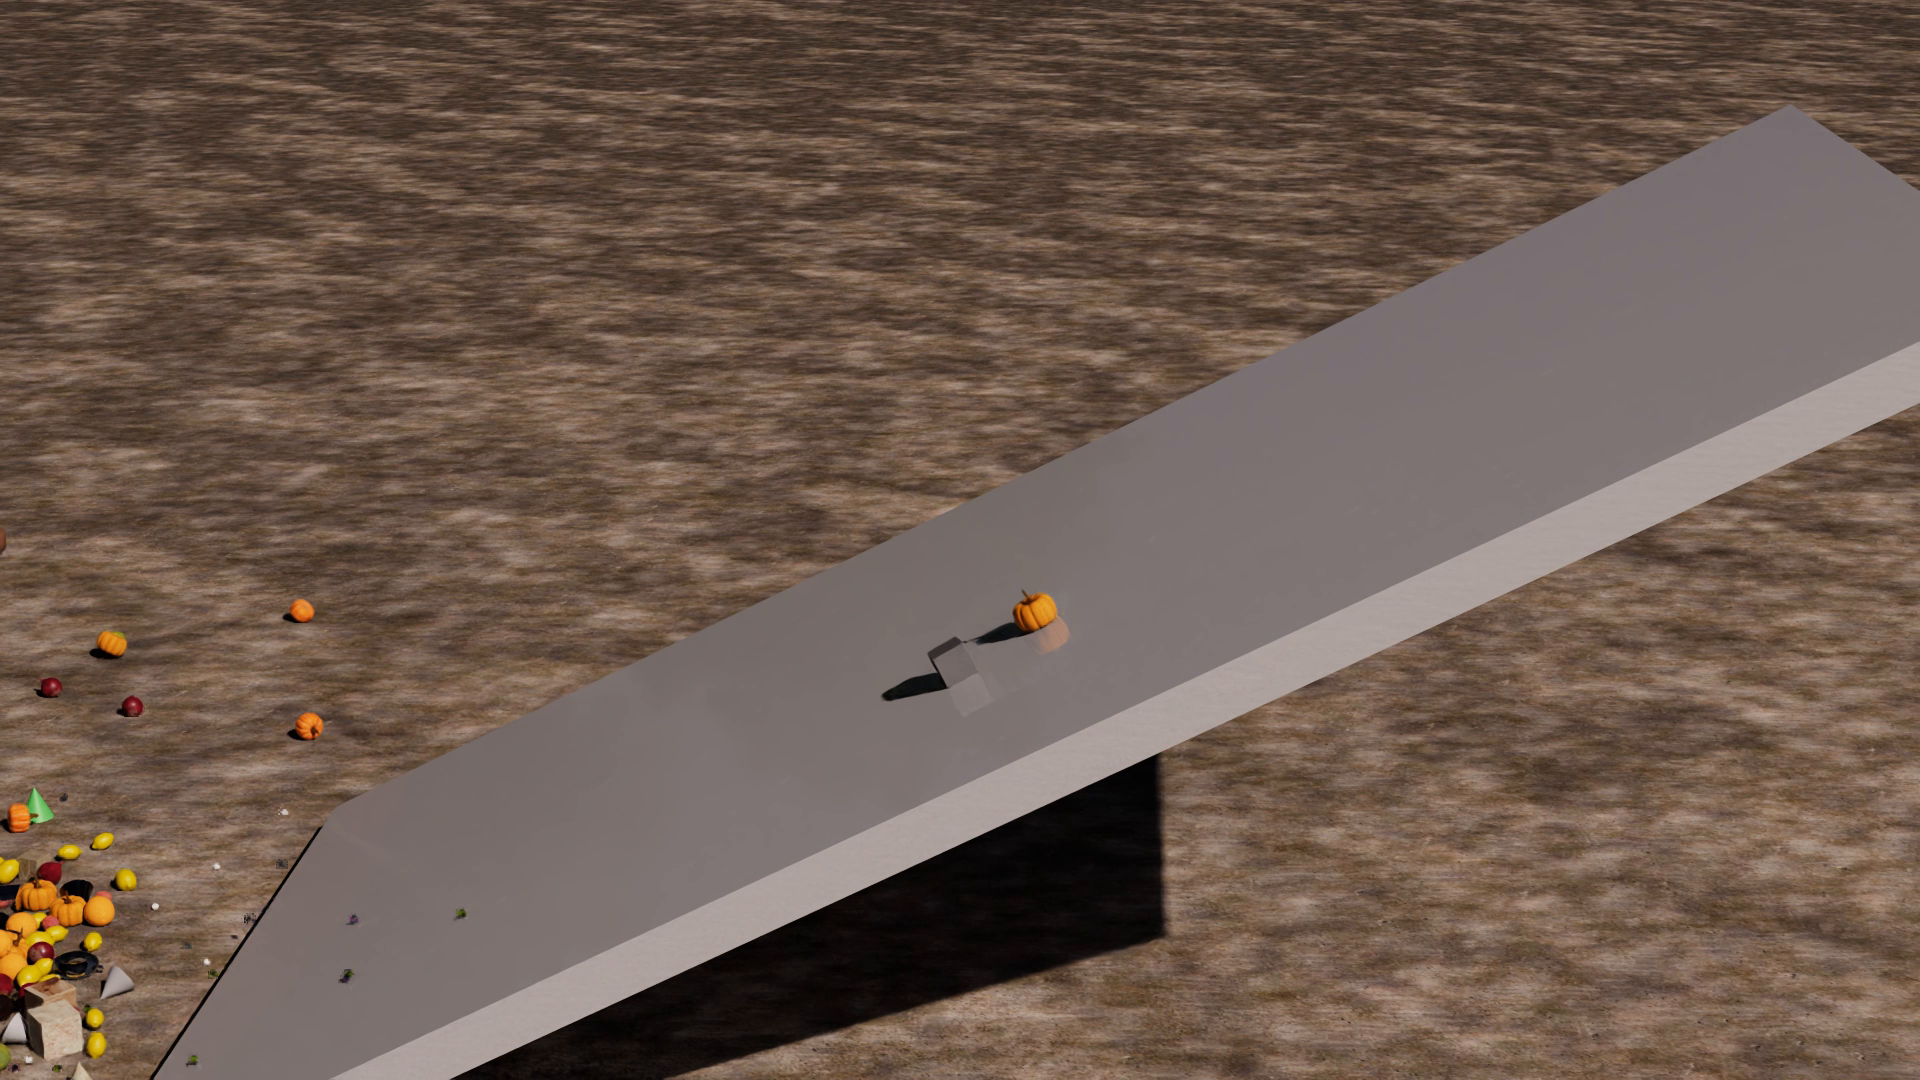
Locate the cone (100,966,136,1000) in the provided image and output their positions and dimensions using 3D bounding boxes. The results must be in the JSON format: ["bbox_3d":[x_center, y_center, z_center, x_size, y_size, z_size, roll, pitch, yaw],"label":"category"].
[{"bbox_3d":[-1.937,1.025,6.715,0.074,0.074,0.074,13,48,37],"label":"cone"}]

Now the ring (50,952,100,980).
[{"bbox_3d":[-2.056,0.987,6.834,0.109,0.036,0.109,1,17,0],"label":"ring"}]

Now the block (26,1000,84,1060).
[{"bbox_3d":[-1.986,1.075,6.455,0.088,0.088,0.088,-13,21,-36],"label":"block"}]

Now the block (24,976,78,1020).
[{"bbox_3d":[-2.035,1.039,6.585,0.081,0.081,0.081,14,22,39],"label":"block"}]

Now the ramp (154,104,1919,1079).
[{"bbox_3d":[0.140,0.168,6.281,4.000,0.100,2.000,-26,14,10],"label":"ramp"}]

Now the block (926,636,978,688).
[{"bbox_3d":[-0.016,0.247,5.939,0.068,0.068,0.068,-29,14,-5],"label":"block"}]

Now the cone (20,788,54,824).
[{"bbox_3d":[-2.430,0.689,7.732,0.085,0.085,0.085,0,17,0],"label":"cone"}]

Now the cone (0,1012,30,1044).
[{"bbox_3d":[-2.062,1.093,6.488,0.075,0.075,0.075,37,22,2],"label":"cone"}]

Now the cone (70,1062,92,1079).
[{"bbox_3d":[-1.879,1.141,6.278,0.064,0.064,0.064,0,17,0],"label":"cone"}]

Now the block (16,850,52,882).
[{"bbox_3d":[-2.317,0.815,7.363,0.057,0.057,0.057,6,18,18],"label":"block"}]

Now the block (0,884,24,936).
[{"bbox_3d":[-2.304,0.890,7.057,0.092,0.092,0.092,-3,17,-9],"label":"block"}]

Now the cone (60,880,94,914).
[{"bbox_3d":[-2.149,0.885,7.168,0.081,0.081,0.081,-6,45,-20],"label":"cone"}]
